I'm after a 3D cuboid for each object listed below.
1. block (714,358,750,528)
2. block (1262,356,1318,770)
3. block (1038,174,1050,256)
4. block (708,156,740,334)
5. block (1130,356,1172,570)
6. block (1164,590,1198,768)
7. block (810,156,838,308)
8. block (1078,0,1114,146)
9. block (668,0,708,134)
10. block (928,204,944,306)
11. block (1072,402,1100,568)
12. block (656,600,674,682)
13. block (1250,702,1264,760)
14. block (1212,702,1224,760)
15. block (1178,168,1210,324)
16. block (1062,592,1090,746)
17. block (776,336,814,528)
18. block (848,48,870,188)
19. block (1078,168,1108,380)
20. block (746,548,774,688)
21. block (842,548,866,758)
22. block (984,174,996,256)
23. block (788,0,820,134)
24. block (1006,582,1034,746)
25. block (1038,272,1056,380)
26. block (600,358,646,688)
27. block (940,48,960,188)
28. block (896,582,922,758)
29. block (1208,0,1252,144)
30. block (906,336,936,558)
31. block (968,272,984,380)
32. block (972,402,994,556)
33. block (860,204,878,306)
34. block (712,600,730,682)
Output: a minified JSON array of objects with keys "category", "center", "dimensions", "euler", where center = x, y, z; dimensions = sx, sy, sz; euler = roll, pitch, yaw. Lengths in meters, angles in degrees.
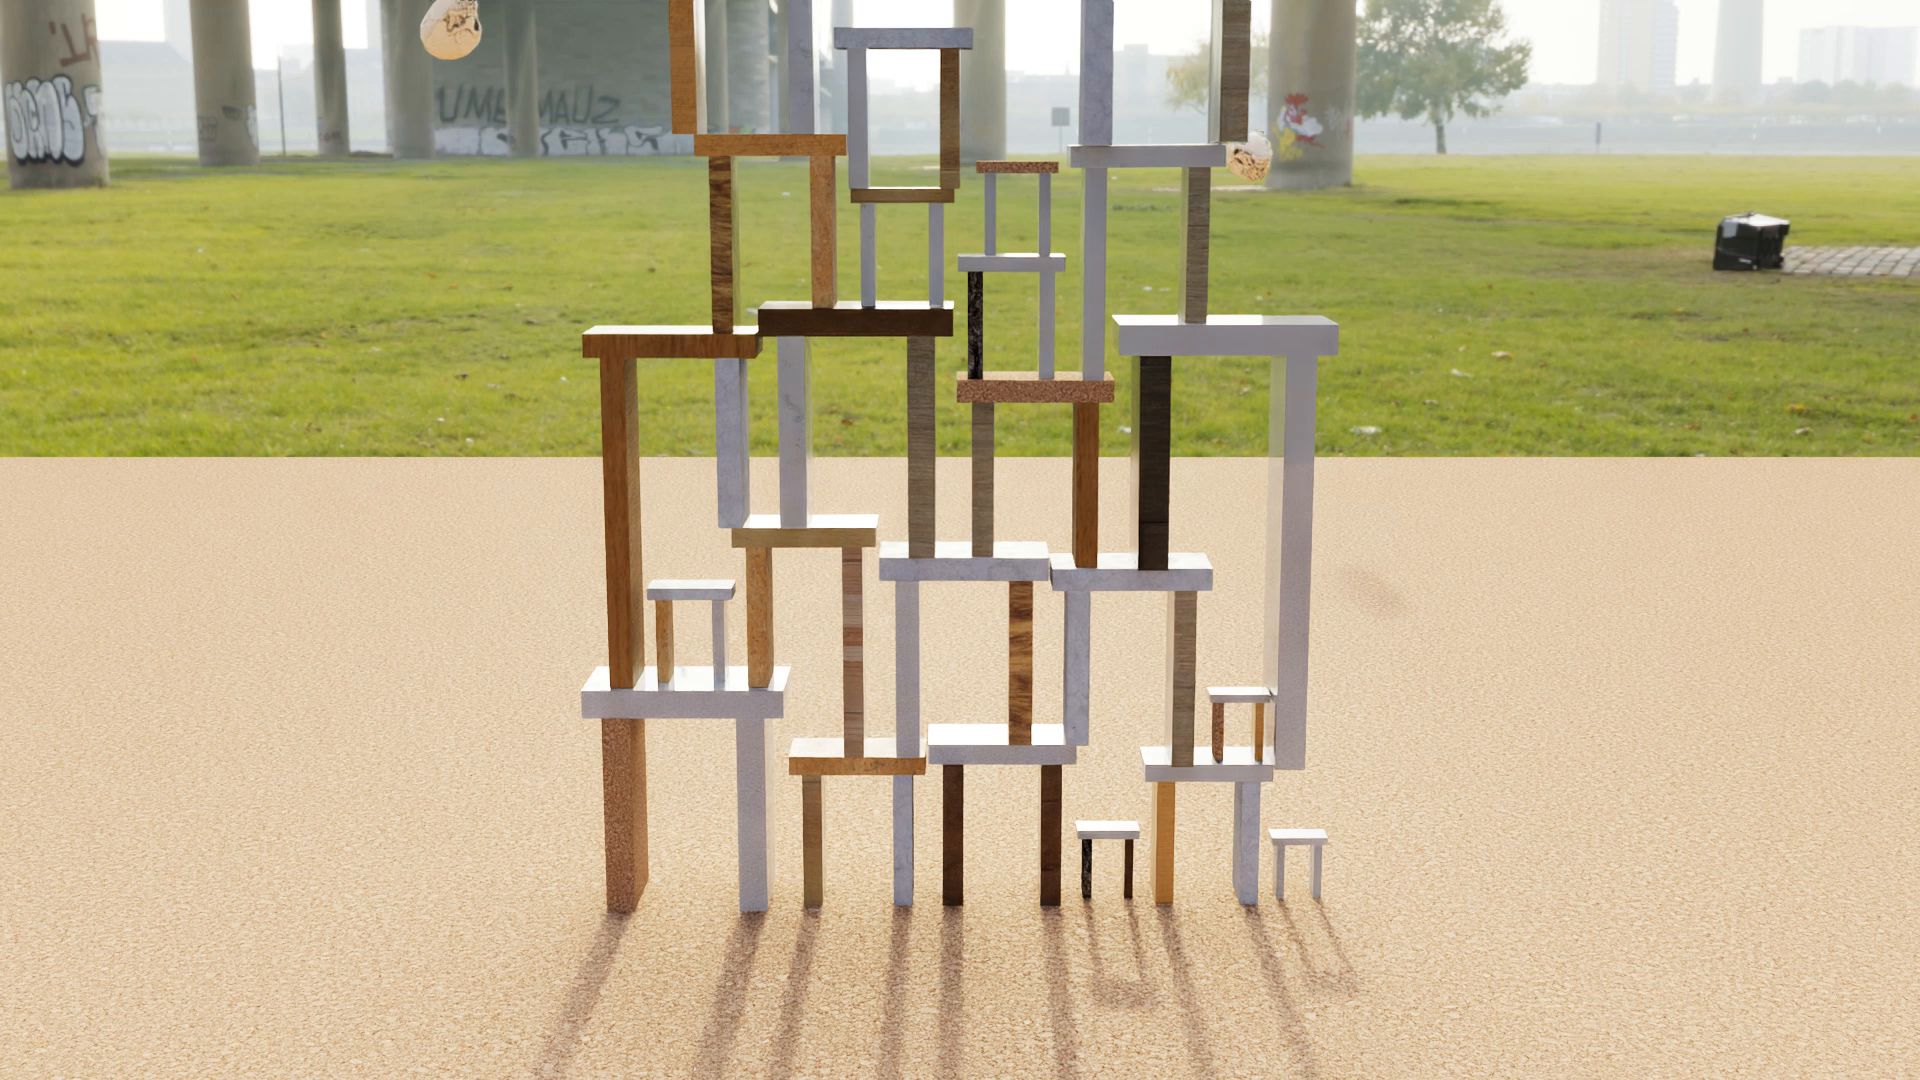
[{"category":"block","center":[-0.364,-0.163,3.527],"dimensions":[0.038,0.270,0.135],"euler":[0,11,0]},{"category":"block","center":[0.532,0.027,3.565],"dimensions":[0.048,0.669,0.171],"euler":[0,11,0]},{"category":"block","center":[0.132,-0.513,3.463],"dimensions":[0.018,0.128,0.064],"euler":[0,11,0]},{"category":"block","center":[-0.371,-0.468,3.470],"dimensions":[0.033,0.273,0.117],"euler":[0,11,0]},{"category":"block","center":[0.305,-0.135,3.537],"dimensions":[0.048,0.341,0.171],"euler":[0,11,0]},{"category":"block","center":[0.360,0.213,3.596],"dimensions":[0.036,0.292,0.128],"euler":[0,11,0]},{"category":"block","center":[-0.215,-0.487,3.465],"dimensions":[0.033,0.234,0.117],"euler":[0,11,0]},{"category":"block","center":[0.212,-0.769,3.409],"dimensions":[0.044,0.309,0.154],"euler":[0,11,0]},{"category":"block","center":[-0.424,-0.769,3.421],"dimensions":[0.038,0.270,0.135],"euler":[0,11,0]},{"category":"block","center":[-0.037,-0.453,3.477],"dimensions":[0.023,0.161,0.081],"euler":[0,11,0]},{"category":"block","center":[0.202,-0.097,3.545],"dimensions":[0.035,0.265,0.124],"euler":[0,11,0]},{"category":"block","center":[-0.482,0.158,3.594],"dimensions":[0.019,0.137,0.068],"euler":[0,11,0]},{"category":"block","center":[0.488,0.308,3.613],"dimensions":[0.014,0.097,0.049],"euler":[0,10,0]},{"category":"block","center":[0.424,0.308,3.613],"dimensions":[0.014,0.097,0.049],"euler":[0,10,0]},{"category":"block","center":[0.369,-0.467,3.470],"dimensions":[0.034,0.239,0.120],"euler":[0,11,0]},{"category":"block","center":[0.190,0.195,3.593],"dimensions":[0.036,0.256,0.128],"euler":[0,11,0]},{"category":"block","center":[-0.264,-0.182,3.529],"dimensions":[0.043,0.304,0.152],"euler":[0,11,0]},{"category":"block","center":[-0.158,-0.658,3.432],"dimensions":[0.030,0.213,0.107],"euler":[0,11,0]},{"category":"block","center":[0.210,-0.423,3.479],"dimensions":[0.034,0.329,0.120],"euler":[0,11,0]},{"category":"block","center":[-0.325,0.114,3.576],"dimensions":[0.033,0.230,0.115],"euler":[0,10,0]},{"category":"block","center":[-0.172,0.172,3.587],"dimensions":[0.033,0.347,0.115],"euler":[0,11,0]},{"category":"block","center":[0.047,-0.513,3.463],"dimensions":[0.018,0.128,0.064],"euler":[0,11,0]},{"category":"block","center":[-0.243,-0.769,3.419],"dimensions":[0.038,0.270,0.135],"euler":[0,11,0]},{"category":"block","center":[0.097,0.186,3.598],"dimensions":[0.038,0.271,0.135],"euler":[0,11,0]},{"category":"block","center":[0.137,-0.344,3.493],"dimensions":[0.024,0.168,0.084],"euler":[0,11,0]},{"category":"block","center":[-0.544,-0.035,3.551],"dimensions":[0.038,0.532,0.135],"euler":[0,11,0]},{"category":"block","center":[-0.015,-0.658,3.432],"dimensions":[0.030,0.213,0.107],"euler":[0,11,1]},{"category":"block","center":[-0.084,0.197,3.599],"dimensions":[0.038,0.292,0.135],"euler":[0,11,0]},{"category":"block","center":[0.418,-0.773,3.408],"dimensions":[0.044,0.309,0.154],"euler":[0,10,0]},{"category":"block","center":[-0.061,-0.158,3.534],"dimensions":[0.043,0.352,0.152],"euler":[0,11,0]},{"category":"block","center":[0.024,-0.344,3.492],"dimensions":[0.024,0.168,0.084],"euler":[0,11,0]},{"category":"block","center":[0.037,-0.106,3.542],"dimensions":[0.035,0.247,0.124],"euler":[0,11,0]},{"category":"block","center":[-0.144,-0.453,3.479],"dimensions":[0.023,0.161,0.081],"euler":[0,11,0]},{"category":"block","center":[-0.391,0.158,3.594],"dimensions":[0.019,0.137,0.068],"euler":[0,11,0]}]
